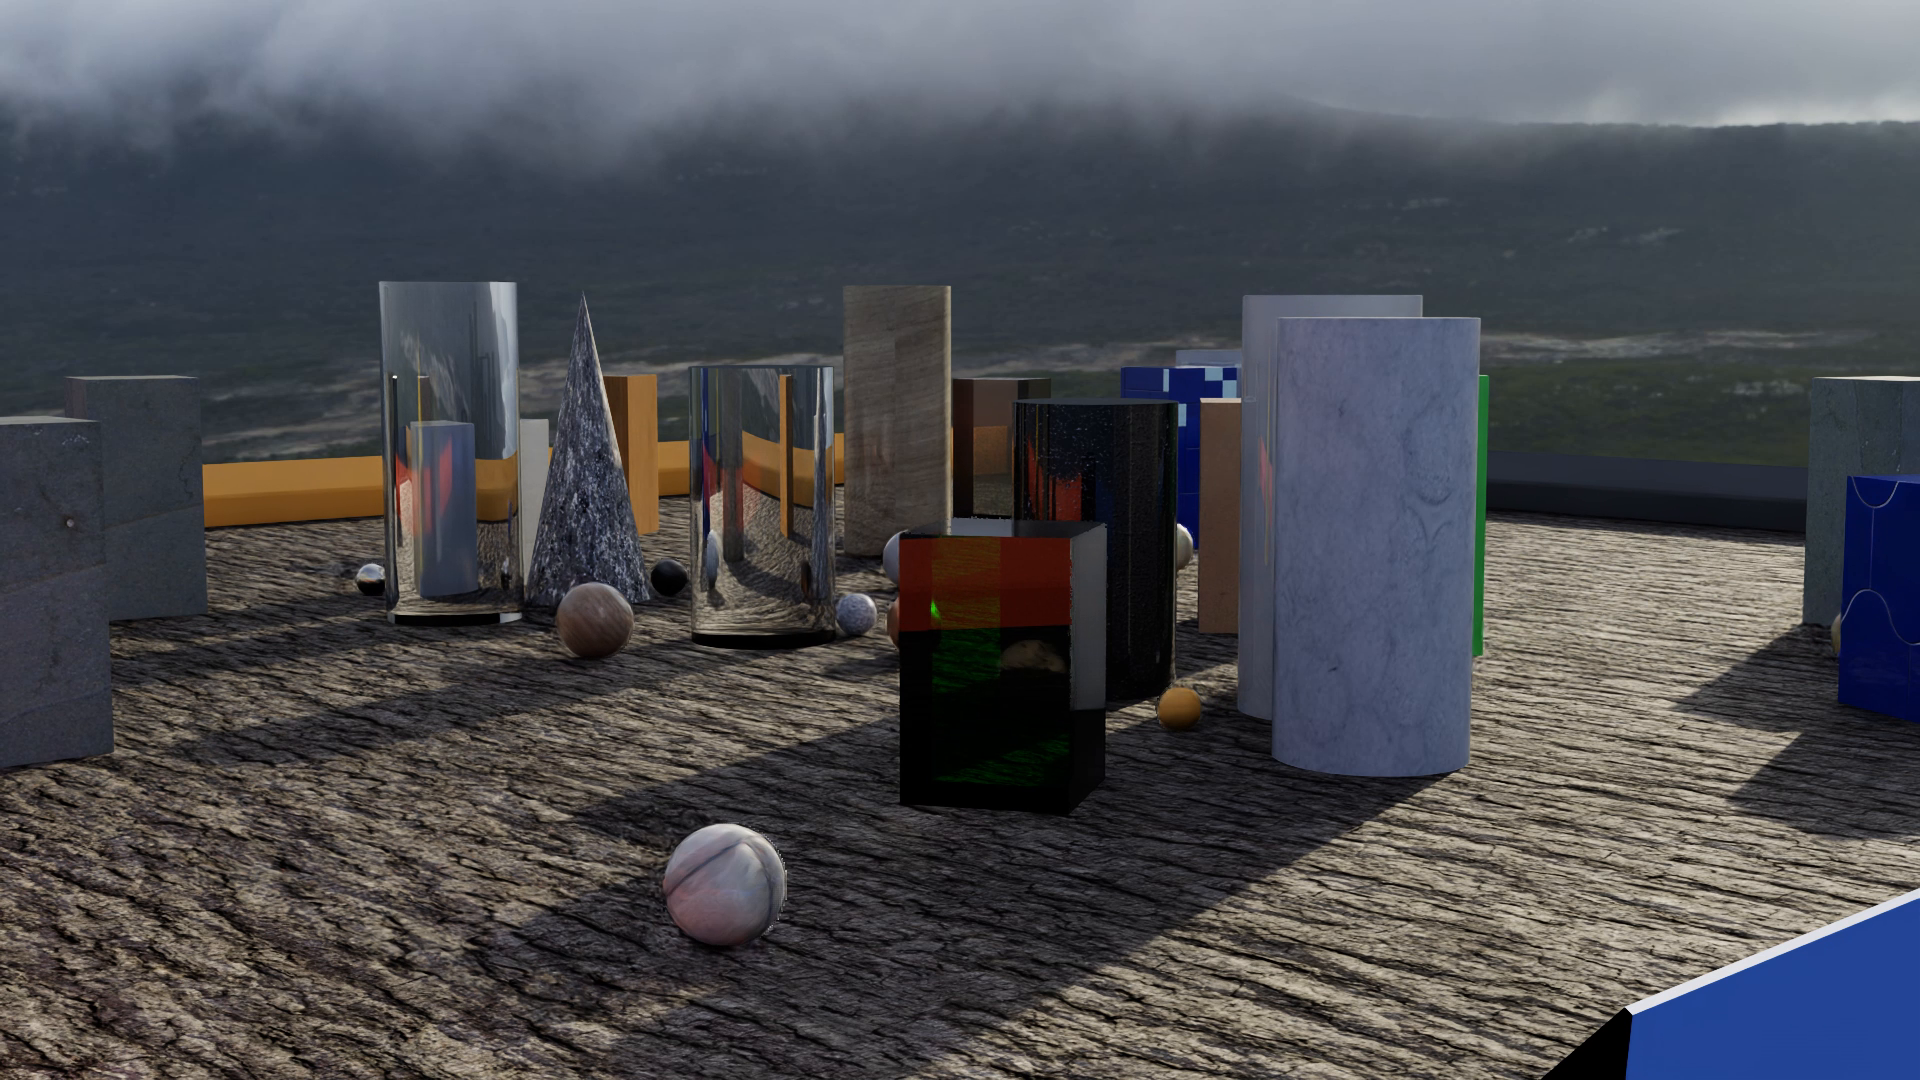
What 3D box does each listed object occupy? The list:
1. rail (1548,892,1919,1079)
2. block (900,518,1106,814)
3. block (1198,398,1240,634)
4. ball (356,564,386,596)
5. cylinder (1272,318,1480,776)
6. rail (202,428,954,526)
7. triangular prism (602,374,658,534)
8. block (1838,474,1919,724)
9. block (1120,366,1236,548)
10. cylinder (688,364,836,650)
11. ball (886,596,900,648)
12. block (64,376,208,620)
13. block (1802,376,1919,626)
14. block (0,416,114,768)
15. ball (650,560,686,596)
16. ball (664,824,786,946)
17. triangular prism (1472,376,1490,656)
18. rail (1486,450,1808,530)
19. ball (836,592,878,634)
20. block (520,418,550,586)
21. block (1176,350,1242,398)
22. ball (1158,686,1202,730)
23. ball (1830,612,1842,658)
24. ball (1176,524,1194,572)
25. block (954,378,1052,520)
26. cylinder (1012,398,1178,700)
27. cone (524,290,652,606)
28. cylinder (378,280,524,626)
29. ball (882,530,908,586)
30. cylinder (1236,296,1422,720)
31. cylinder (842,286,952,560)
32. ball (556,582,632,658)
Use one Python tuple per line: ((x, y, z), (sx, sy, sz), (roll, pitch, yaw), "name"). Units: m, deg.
((1.290, 0.179, 1.942), (3.996, 0.127, 0.045), (-5, 8, -42), "rail")
((0.042, 0.111, 2.029), (0.156, 0.246, 0.156), (2, 6, 16), "block")
((0.416, -0.037, 3.095), (0.156, 0.318, 0.156), (1, 6, 5), "block")
((-0.917, 0.062, 3.433), (0.050, 0.050, 0.050), (0, 6, 0), "ball")
((0.410, -0.001, 2.178), (0.195, 0.437, 0.195), (0, 6, 0), "cylinder")
((-1.290, -0.113, 4.722), (3.996, 0.127, 0.045), (-5, 8, -42), "rail")
((-0.664, -0.172, 4.396), (0.169, 0.315, 0.147), (5, 8, 42), "triangular prism")
((1.096, 0.062, 2.439), (0.156, 0.258, 0.156), (-2, 6, -14), "block")
((0.413, -0.160, 4.180), (0.156, 0.337, 0.156), (-3, 7, -30), "block")
((-0.266, -0.049, 2.967), (0.195, 0.368, 0.195), (0, 6, 0), "cylinder")
((-0.051, 0.106, 2.834), (0.088, 0.088, 0.088), (0, 6, 0), "ball")
((-1.214, -0.066, 3.239), (0.156, 0.346, 0.156), (-4, 7, -33), "block")
((1.312, -0.053, 3.097), (0.156, 0.349, 0.156), (-3, 7, -26), "block")
((-0.964, 0.048, 2.208), (0.156, 0.334, 0.156), (-5, 8, -42), "block")
((-0.455, 0.058, 3.437), (0.057, 0.057, 0.057), (0, 6, 0), "ball")
((-0.165, 0.242, 1.545), (0.085, 0.085, 0.085), (0, 6, 0), "ball")
((0.569, -0.034, 2.860), (0.169, 0.361, 0.147), (-3, 7, -25), "triangular prism")
((1.451, -0.106, 4.663), (0.045, 0.127, 3.852), (-5, 8, -42), "rail")
((-0.143, 0.101, 3.022), (0.058, 0.058, 0.058), (0, 6, 0), "ball")
((-0.777, -0.062, 3.583), (0.156, 0.265, 0.156), (2, 6, 20), "block")
((0.529, -0.199, 4.414), (0.156, 0.364, 0.156), (2, 6, 22), "block")
((0.233, 0.179, 2.335), (0.047, 0.047, 0.047), (0, 6, 0), "ball")
((1.122, 0.120, 2.723), (0.084, 0.084, 0.084), (0, 6, 0), "ball")
((0.348, 0.012, 3.712), (0.092, 0.092, 0.092), (0, 6, 0), "ball")
((0.091, -0.200, 4.753), (0.156, 0.297, 0.156), (3, 7, 29), "block")
((0.158, 0.005, 2.595), (0.195, 0.338, 0.195), (0, 6, 0), "cylinder")
((-0.576, -0.146, 3.382), (0.195, 0.475, 0.195), (0, 6, 0), "cone")
((-0.732, -0.129, 3.170), (0.195, 0.484, 0.195), (0, 6, 0), "cylinder")
((-0.077, 0.031, 3.516), (0.095, 0.095, 0.095), (0, 6, 0), "ball")
((0.408, -0.039, 2.436), (0.195, 0.460, 0.195), (0, 6, 0), "cylinder")
((-0.114, -0.217, 3.997), (0.195, 0.487, 0.195), (0, 6, 0), "cylinder")
((-0.469, 0.103, 2.816), (0.098, 0.098, 0.098), (0, 6, 0), "ball")
